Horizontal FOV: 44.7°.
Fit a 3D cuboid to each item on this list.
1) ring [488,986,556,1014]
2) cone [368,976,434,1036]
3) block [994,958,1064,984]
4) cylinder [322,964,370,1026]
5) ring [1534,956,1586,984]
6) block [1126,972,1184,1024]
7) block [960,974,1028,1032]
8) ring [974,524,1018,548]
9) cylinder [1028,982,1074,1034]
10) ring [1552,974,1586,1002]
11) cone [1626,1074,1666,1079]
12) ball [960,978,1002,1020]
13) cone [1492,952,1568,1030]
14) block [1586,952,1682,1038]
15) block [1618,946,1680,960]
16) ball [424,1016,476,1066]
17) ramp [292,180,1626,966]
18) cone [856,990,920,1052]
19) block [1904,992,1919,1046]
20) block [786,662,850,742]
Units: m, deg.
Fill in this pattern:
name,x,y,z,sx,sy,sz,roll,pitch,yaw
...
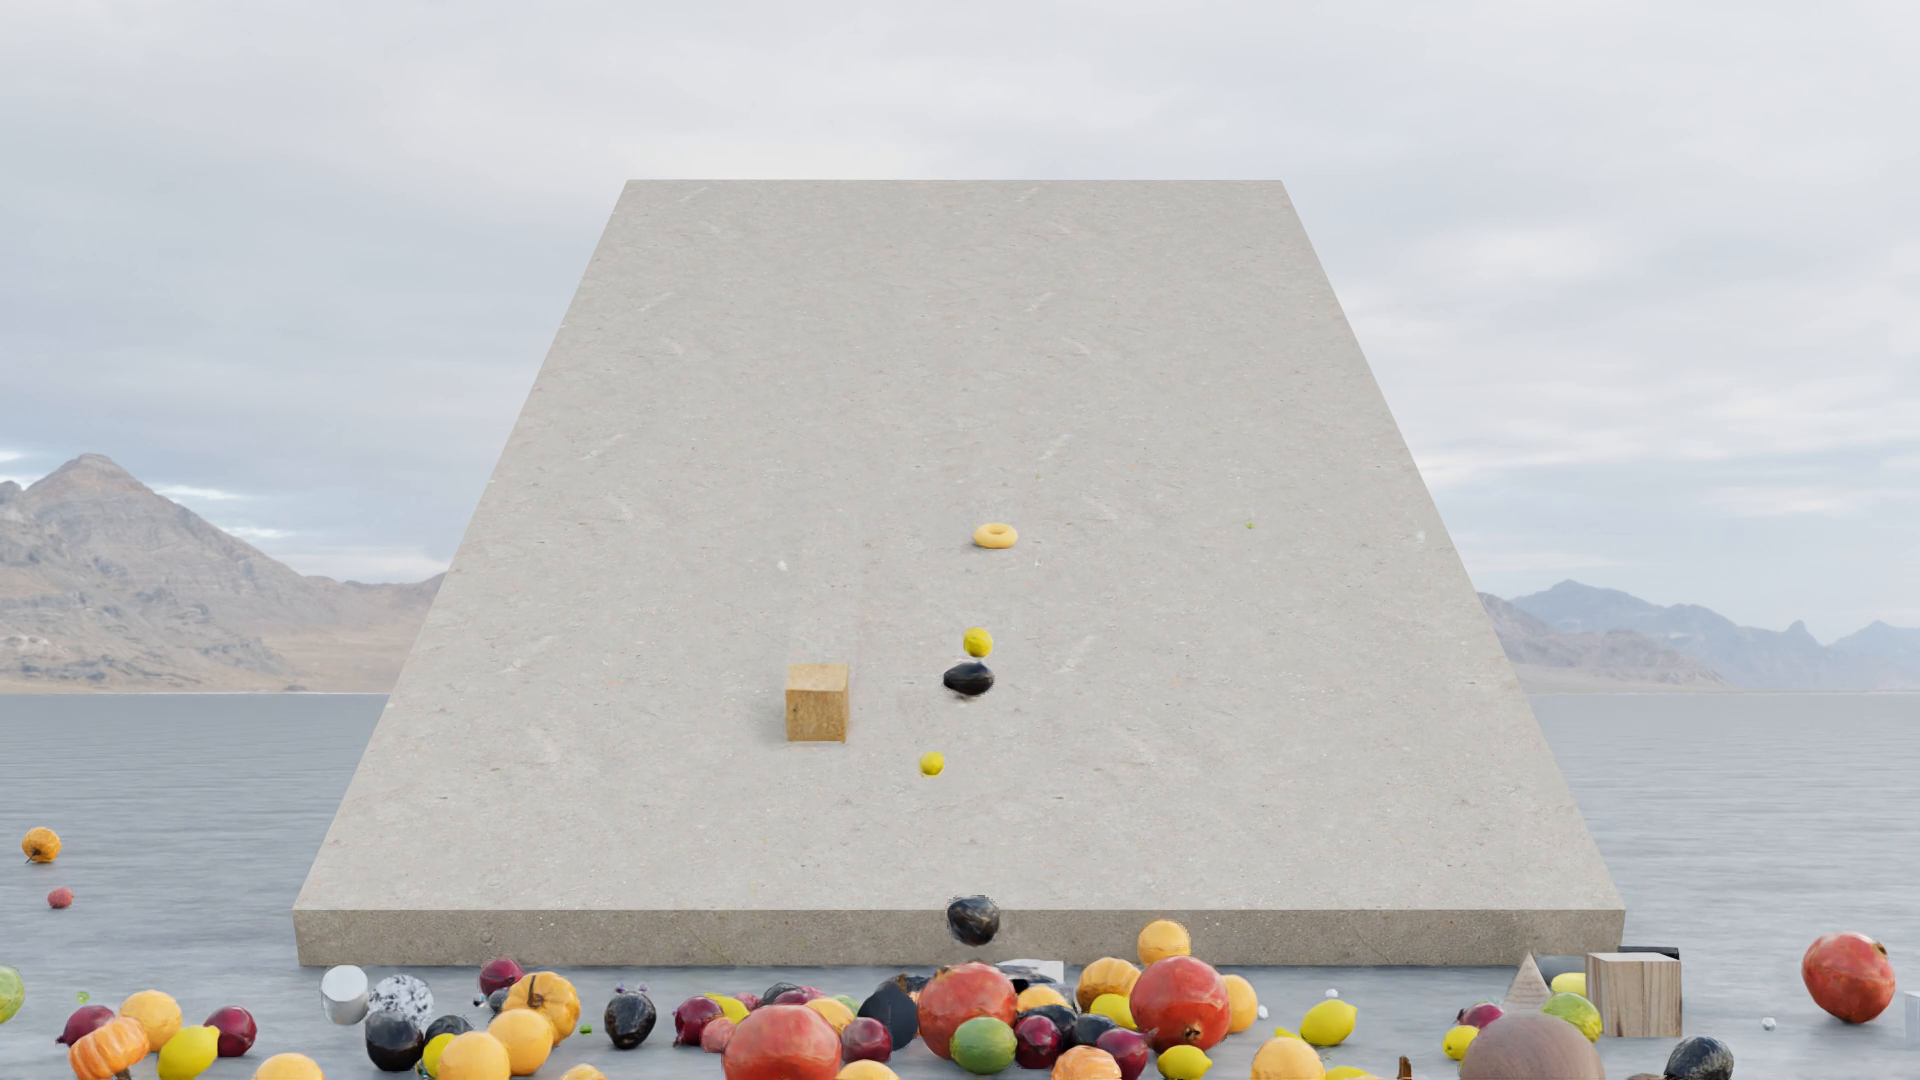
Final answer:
name,x,y,z,sx,sy,sz,roll,pitch,yaw
ring,-0.570,0.599,3.039,0.086,0.029,0.086,1,-2,0
cone,-0.687,0.585,2.867,0.077,0.077,0.077,1,-30,-12
block,0.089,0.578,3.008,0.066,0.066,0.066,-2,-4,32
cylinder,-0.747,0.554,2.837,0.053,0.053,0.053,1,-45,-9
ring,0.865,0.614,3.328,0.107,0.036,0.107,0,-5,0
block,0.248,0.582,2.965,0.054,0.054,0.054,-2,-4,33
block,0.043,0.575,2.901,0.061,0.061,0.061,2,-4,-31
ring,0.073,-0.008,4.698,0.088,0.029,0.088,1,24,-1
cylinder,0.111,0.575,2.864,0.055,0.055,0.055,0,-4,0
ring,0.849,0.607,3.165,0.091,0.030,0.091,1,-3,0
cone,0.603,0.535,2.094,0.086,0.086,0.086,1,-30,-16
ball,0.026,0.583,2.959,0.052,0.052,0.052,0,-4,0
cone,0.711,0.560,2.916,0.092,0.092,0.092,0,-4,0
block,0.826,0.557,2.863,0.090,0.090,0.090,0,-4,-1
block,0.906,0.577,3.068,0.076,0.076,0.076,-1,-4,15
ball,-0.568,0.558,2.600,0.055,0.055,0.055,0,-4,0
ramp,-0.008,-0.229,5.338,2.000,0.100,4.000,0,24,0
cone,-0.077,0.578,2.743,0.076,0.076,0.076,-1,-30,12
block,1.157,0.567,2.761,0.057,0.057,0.057,0,-4,2
block,-0.243,0.277,3.985,0.099,0.099,0.099,1,24,2
